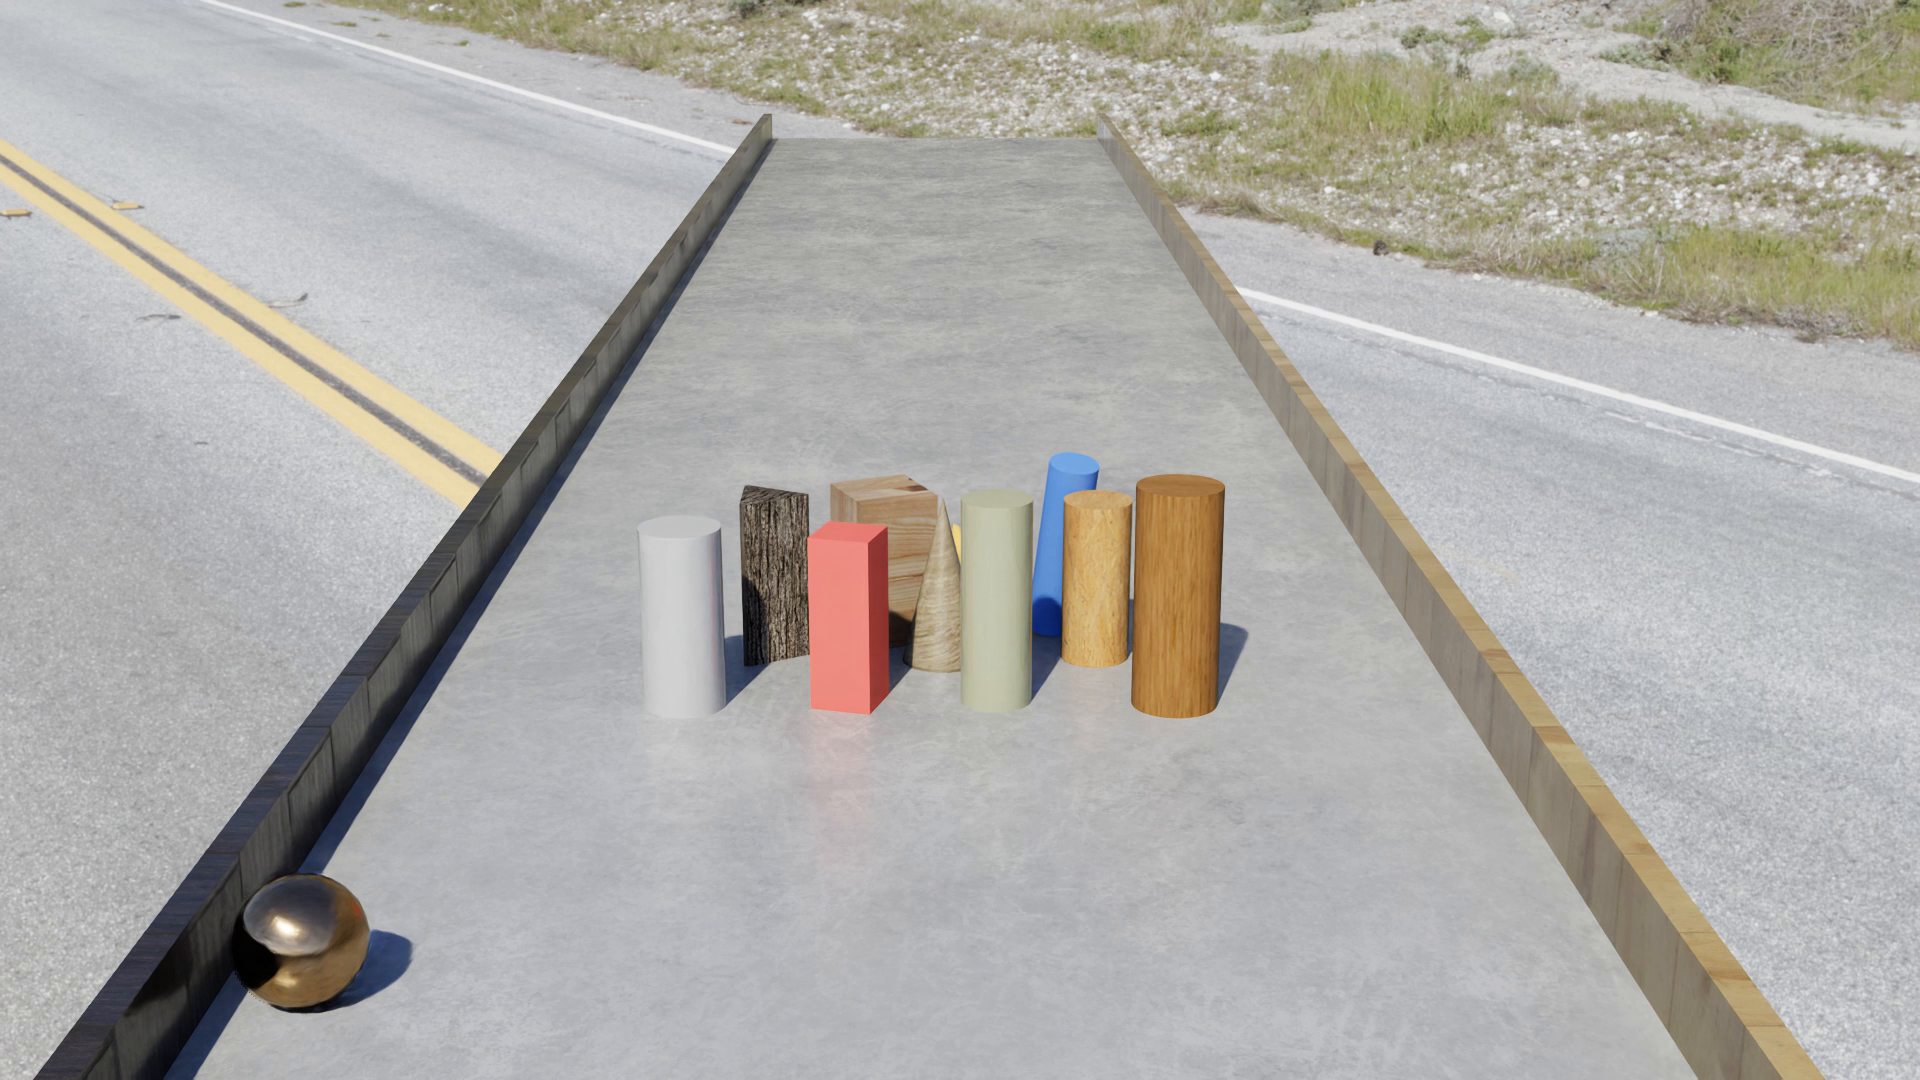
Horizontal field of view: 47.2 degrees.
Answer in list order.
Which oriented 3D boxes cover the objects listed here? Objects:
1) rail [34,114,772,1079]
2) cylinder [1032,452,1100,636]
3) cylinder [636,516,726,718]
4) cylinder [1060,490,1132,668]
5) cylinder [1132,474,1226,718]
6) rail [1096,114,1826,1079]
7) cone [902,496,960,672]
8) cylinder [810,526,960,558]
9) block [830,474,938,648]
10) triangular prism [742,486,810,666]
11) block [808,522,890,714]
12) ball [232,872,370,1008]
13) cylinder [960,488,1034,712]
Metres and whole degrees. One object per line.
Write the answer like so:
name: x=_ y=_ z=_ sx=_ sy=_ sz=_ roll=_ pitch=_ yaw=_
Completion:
rail: x=-1.118 y=-0.838 z=7.780 sx=0.050 sy=0.150 sz=12.000 roll=0 pitch=17 yaw=-1
cylinder: x=0.210 y=0.011 z=4.507 sx=0.101 sy=0.375 sz=0.101 roll=5 pitch=27 yaw=-3
cylinder: x=-0.521 y=0.144 z=4.128 sx=0.155 sy=0.351 sz=0.155 roll=0 pitch=17 yaw=0
cylinder: x=0.272 y=0.077 z=4.387 sx=0.136 sy=0.328 sz=0.136 roll=0 pitch=18 yaw=0
cylinder: x=0.407 y=0.105 z=4.123 sx=0.164 sy=0.429 sz=0.164 roll=0 pitch=17 yaw=0
rail: x=0.932 y=-0.844 z=7.801 sx=0.050 sy=0.150 sz=12.000 roll=0 pitch=17 yaw=-1
cone: x=-0.033 y=0.077 z=4.374 sx=0.165 sy=0.339 sz=0.165 roll=0 pitch=17 yaw=0
cylinder: x=-0.179 y=0.032 z=4.929 sx=0.436 sy=0.109 sz=0.109 roll=-3 pitch=17 yaw=-11
block: x=-0.157 y=0.046 z=4.514 sx=0.165 sy=0.314 sz=0.165 roll=-8 pitch=20 yaw=-25
triangular prism: x=-0.396 y=0.065 z=4.421 sx=0.149 sy=0.334 sz=0.129 roll=-10 pitch=19 yaw=-30
block: x=-0.209 y=0.146 z=4.146 sx=0.117 sy=0.336 sz=0.117 roll=5 pitch=17 yaw=16
ball: x=-0.911 y=0.554 z=3.042 sx=0.184 sy=0.184 sz=0.184 roll=0 pitch=17 yaw=0
cylinder: x=0.069 y=0.114 z=4.144 sx=0.136 sy=0.399 sz=0.136 roll=0 pitch=17 yaw=0
